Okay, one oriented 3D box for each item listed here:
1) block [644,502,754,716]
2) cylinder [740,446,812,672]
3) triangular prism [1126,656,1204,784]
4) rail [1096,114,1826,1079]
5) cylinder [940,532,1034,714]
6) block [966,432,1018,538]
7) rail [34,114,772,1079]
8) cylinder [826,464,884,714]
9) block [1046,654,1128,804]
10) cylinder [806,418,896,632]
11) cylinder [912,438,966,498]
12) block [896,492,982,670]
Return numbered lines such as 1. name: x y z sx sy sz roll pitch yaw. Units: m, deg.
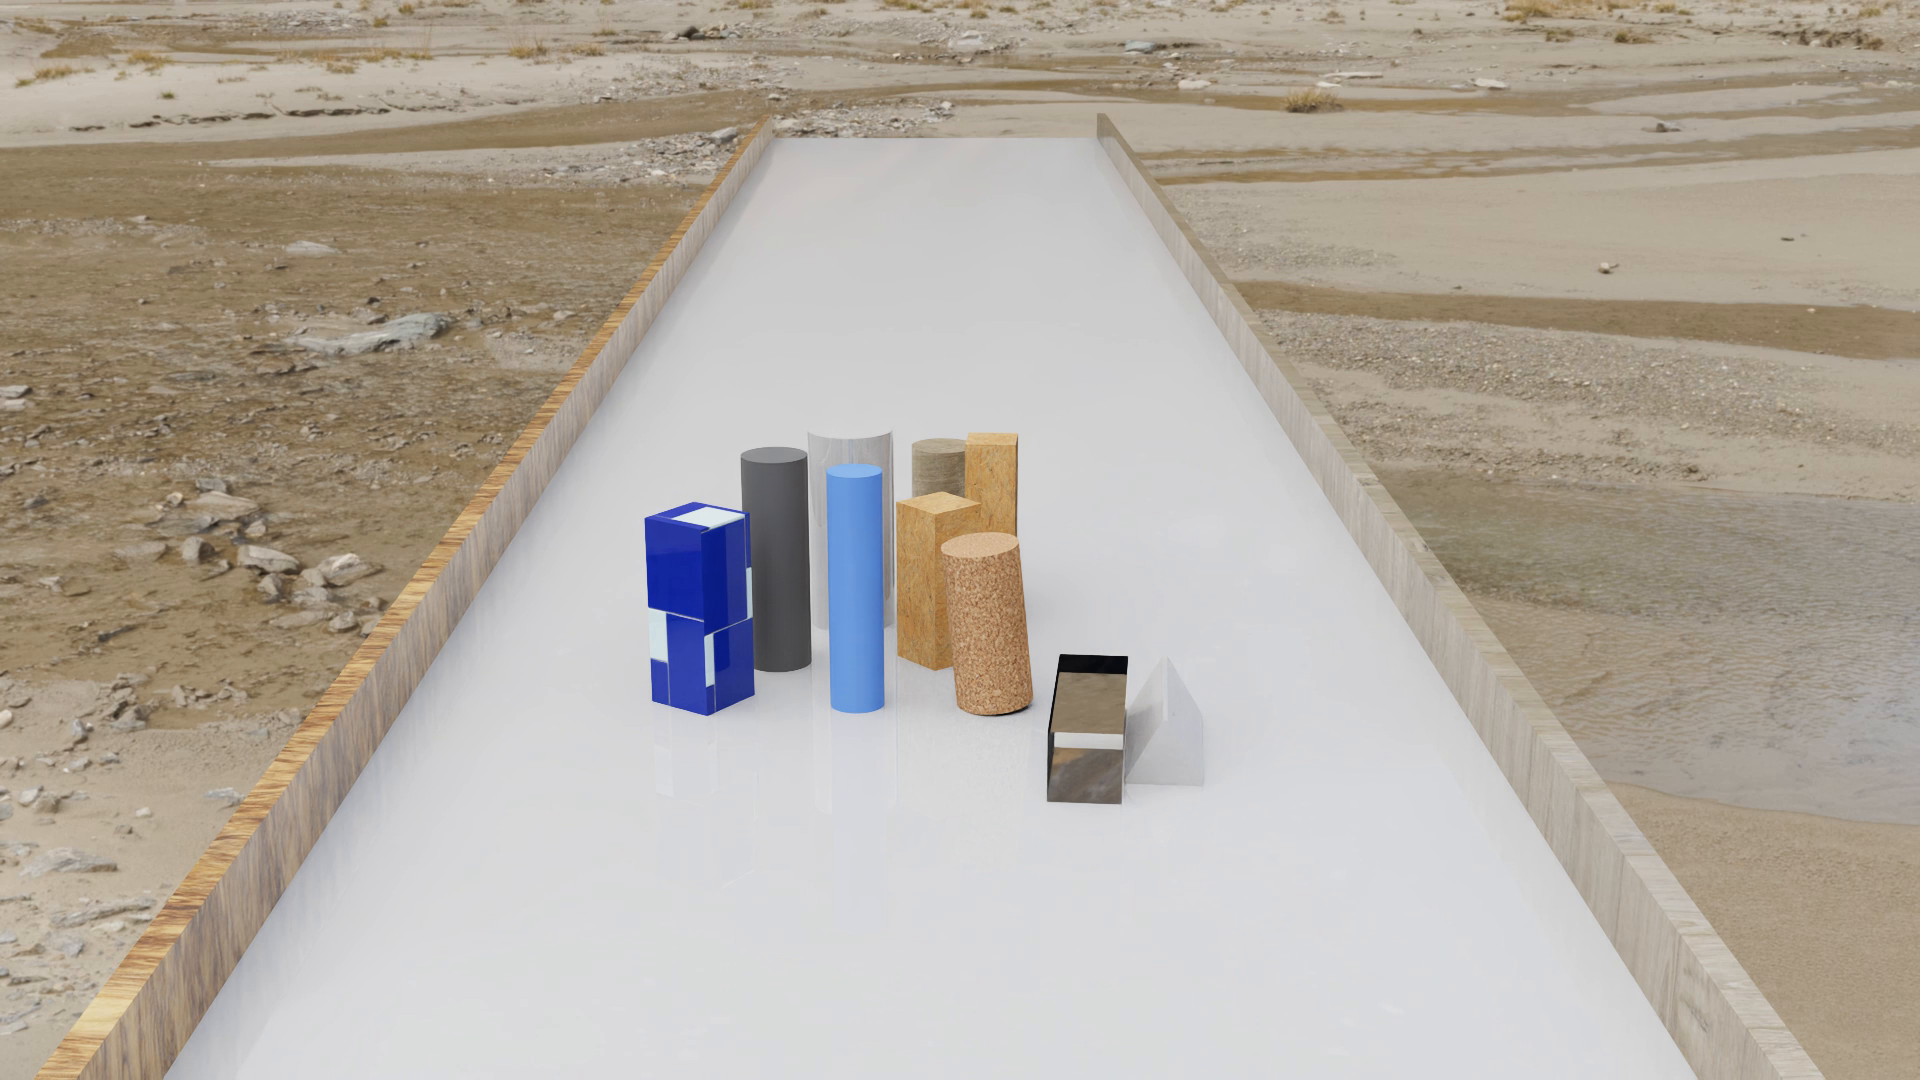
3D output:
1. block: -0.491 0.128 4.157 0.138 0.364 0.138 11 20 33
2. cylinder: -0.363 0.038 4.349 0.131 0.427 0.131 0 17 0
3. triangular prism: 0.367 0.317 3.945 0.134 0.116 0.336 1 17 5
4. rail: 0.932 -0.844 7.801 0.050 0.150 12.000 0 17 -1
5. cylinder: 0.052 0.156 4.133 0.146 0.311 0.146 -5 18 2
6. block: 0.067 -0.028 4.646 0.104 0.384 0.104 1 17 4
7. rail: -1.118 -0.838 7.780 0.050 0.150 12.000 0 17 -1
8. cylinder: -0.195 0.092 4.115 0.103 0.458 0.103 0 17 0
9. block: 0.229 0.329 3.897 0.127 0.127 0.395 2 17 5
10. cylinder: -0.227 -0.031 4.601 0.178 0.416 0.178 0 17 0
11. cylinder: -0.038 -0.058 4.874 0.137 0.312 0.137 0 17 0
12. block: -0.042 0.081 4.388 0.119 0.323 0.119 -14 21 -39
